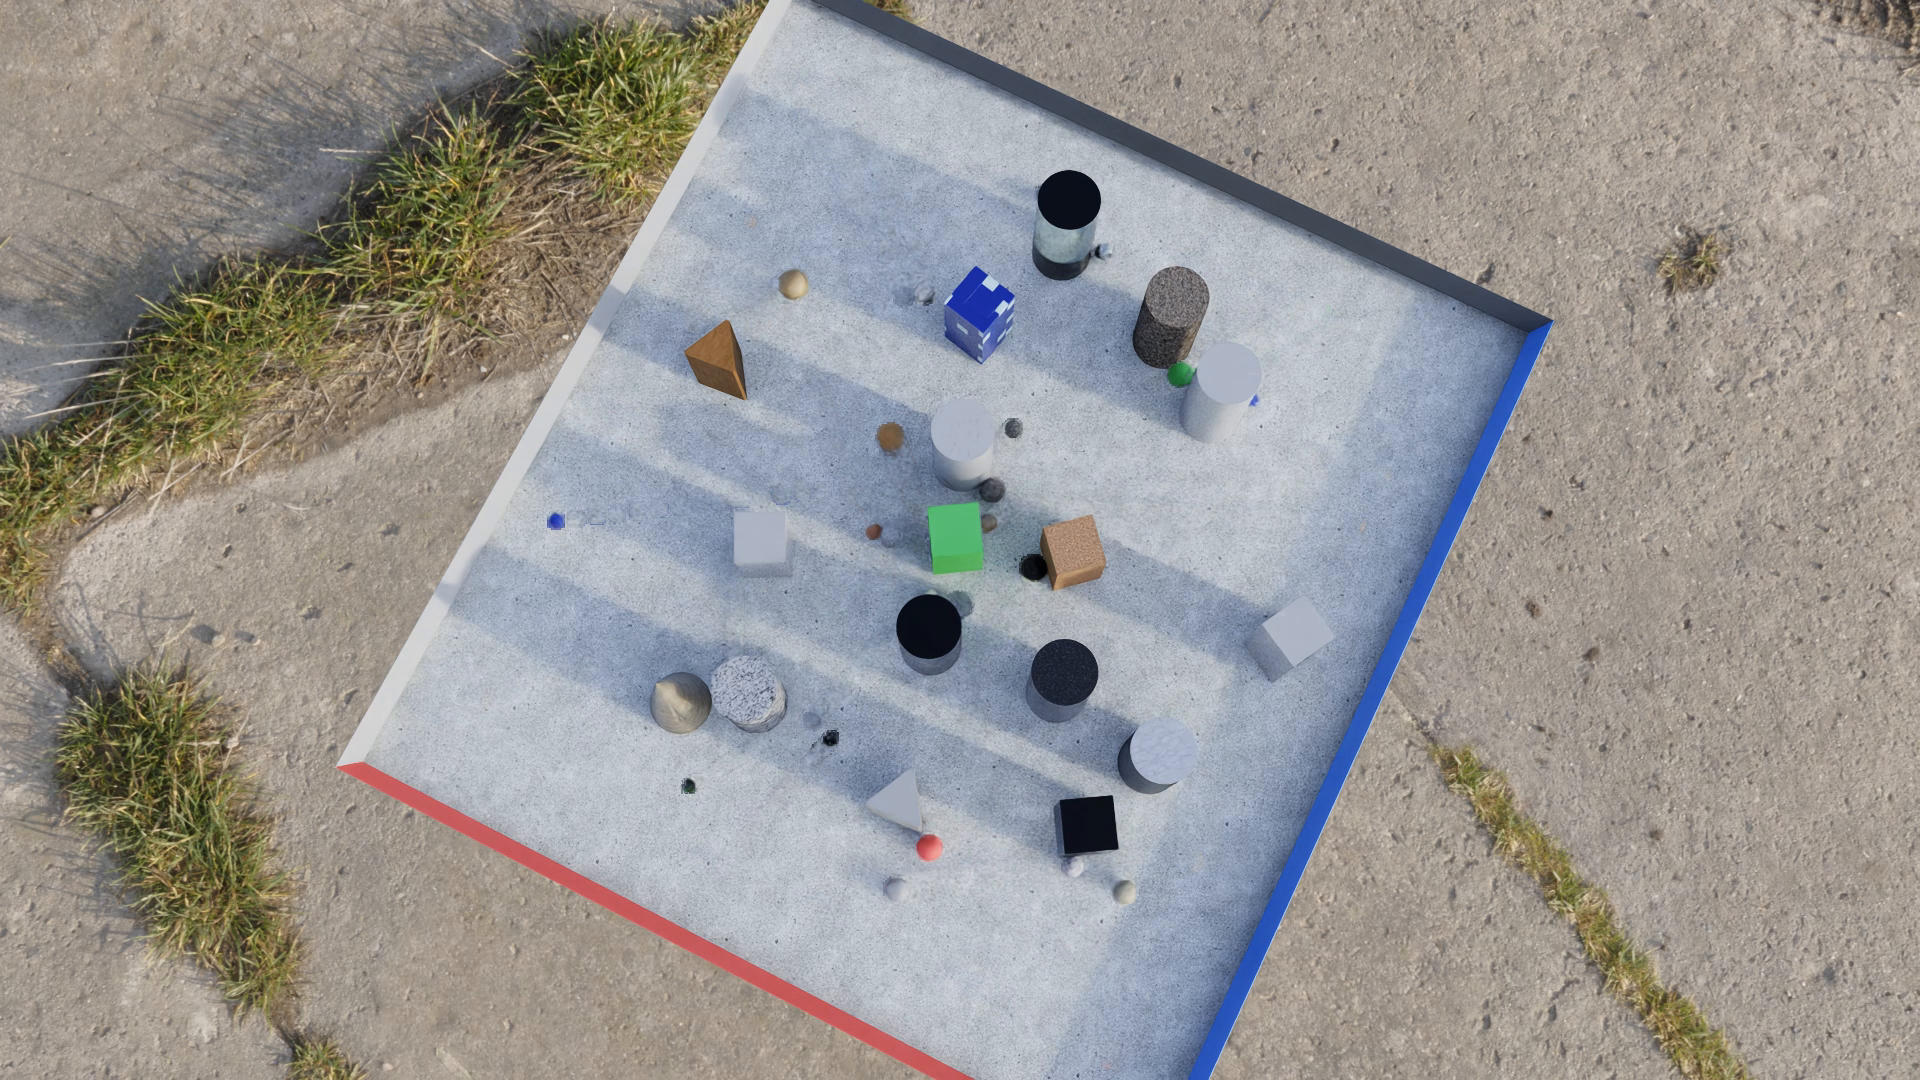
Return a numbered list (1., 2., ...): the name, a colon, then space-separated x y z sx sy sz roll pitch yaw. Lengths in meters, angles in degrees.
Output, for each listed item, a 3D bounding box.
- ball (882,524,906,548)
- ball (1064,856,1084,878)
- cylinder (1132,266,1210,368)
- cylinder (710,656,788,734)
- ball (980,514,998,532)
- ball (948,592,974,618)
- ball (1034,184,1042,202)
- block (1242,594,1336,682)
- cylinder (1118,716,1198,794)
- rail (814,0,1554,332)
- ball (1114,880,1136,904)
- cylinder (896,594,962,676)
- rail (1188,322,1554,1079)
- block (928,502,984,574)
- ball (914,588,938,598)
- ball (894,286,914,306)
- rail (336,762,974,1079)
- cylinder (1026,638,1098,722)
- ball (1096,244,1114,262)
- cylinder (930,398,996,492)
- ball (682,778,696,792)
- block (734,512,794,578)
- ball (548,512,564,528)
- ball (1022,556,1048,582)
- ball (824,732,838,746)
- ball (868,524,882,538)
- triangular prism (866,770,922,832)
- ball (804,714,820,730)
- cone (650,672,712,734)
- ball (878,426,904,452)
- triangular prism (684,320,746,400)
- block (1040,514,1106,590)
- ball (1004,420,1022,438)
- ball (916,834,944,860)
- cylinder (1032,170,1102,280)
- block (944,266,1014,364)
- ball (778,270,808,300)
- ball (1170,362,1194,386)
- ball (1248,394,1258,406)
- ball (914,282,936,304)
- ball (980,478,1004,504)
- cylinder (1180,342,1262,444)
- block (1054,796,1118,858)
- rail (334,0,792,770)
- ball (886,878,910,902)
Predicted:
1. ball: -0.202 -0.015 5.582 0.073 0.073 0.073 0 78 0
2. ball: 0.334 0.962 5.387 0.060 0.060 0.060 0 78 0
3. cylinder: 0.634 -0.668 5.544 0.187 0.413 0.187 0 78 0
4. cylinder: -0.611 0.454 5.347 0.187 0.344 0.187 0 78 0
5. ball: 0.087 -0.053 5.599 0.056 0.056 0.056 0 78 0
6. ball: 0.001 0.197 5.535 0.080 0.080 0.080 0 78 0
7. ball: 0.269 -1.094 5.807 0.069 0.069 0.069 0 78 0
8. block: 0.959 0.294 5.368 0.150 0.368 0.150 -34 80 -7
9. cylinder: 0.564 0.624 5.274 0.187 0.418 0.187 0 78 0
10. rail: 0.628 -1.224 5.806 2.658 0.121 0.045 26 80 5
11. ball: 0.483 1.031 5.369 0.068 0.068 0.068 0 78 0
12. cylinder: -0.088 0.282 5.378 0.187 0.353 0.187 0 78 0
13. rail: 1.167 0.578 5.434 0.045 0.121 2.857 26 80 5
14. block: -0.014 -0.002 5.474 0.150 0.279 0.150 -6 78 -1
15. ball: -0.103 0.179 5.542 0.073 0.073 0.073 0 78 0
16. ball: -0.175 -0.767 5.743 0.062 0.062 0.062 0 78 0
17. rail: -0.628 1.237 5.298 2.658 0.121 0.045 26 80 5
18. cylinder: 0.291 0.412 5.300 0.187 0.453 0.187 0 78 0
19. ball: 0.455 -0.904 5.774 0.057 0.057 0.057 0 78 0
20. cylinder: 0.009 -0.279 5.477 0.187 0.386 0.187 0 78 0
21. ball: -0.807 0.731 5.445 0.041 0.041 0.041 0 78 0
22. block: -0.586 0.016 5.484 0.150 0.254 0.150 -1 78 0
23. ball: -1.236 -0.060 5.605 0.047 0.047 0.047 0 78 0
24. ball: 0.225 0.087 5.558 0.079 0.079 0.079 0 78 0
25. ball: -0.386 0.595 5.471 0.044 0.044 0.044 0 78 0
26. ball: -0.259 -0.027 5.598 0.047 0.047 0.047 0 78 0
27. triangular prism: -0.161 0.738 5.288 0.162 0.345 0.140 22 79 4
28. ball: -0.441 0.542 5.480 0.047 0.047 0.047 0 78 0
29. cone: -0.840 0.443 5.287 0.187 0.466 0.187 0 78 0
30. ball: -0.213 -0.313 5.640 0.081 0.081 0.081 0 78 0
31. triangular prism: -0.715 -0.560 5.578 0.162 0.301 0.140 21 79 4
32. block: 0.336 0.039 5.478 0.150 0.254 0.150 -15 79 -3
33. ball: 0.164 -0.343 5.659 0.055 0.055 0.055 0 78 0
34. ball: -0.088 0.904 5.390 0.077 0.077 0.077 0 78 0
35. cylinder: 0.321 -0.954 5.591 0.187 0.436 0.187 0 78 0
36. block: 0.058 -0.682 5.593 0.150 0.322 0.150 38 81 7
37. ball: -0.522 -0.799 5.734 0.094 0.094 0.094 0 78 0
38. ball: 0.686 -0.514 5.685 0.074 0.074 0.074 0 78 0
39. ball: 0.901 -0.438 5.681 0.051 0.051 0.051 0 78 0
40. ball: -0.111 -0.775 5.743 0.066 0.066 0.066 0 78 0
41. ball: 0.098 -0.151 5.609 0.076 0.076 0.076 0 78 0
42. cylinder: 0.774 -0.435 5.482 0.187 0.440 0.187 0 78 0
43. block: 0.358 0.826 5.263 0.150 0.358 0.150 -5 78 -1
44. rail: -1.167 -0.565 5.670 0.045 0.121 2.857 26 80 5
45. ball: -0.183 1.024 5.368 0.072 0.072 0.072 0 78 0
